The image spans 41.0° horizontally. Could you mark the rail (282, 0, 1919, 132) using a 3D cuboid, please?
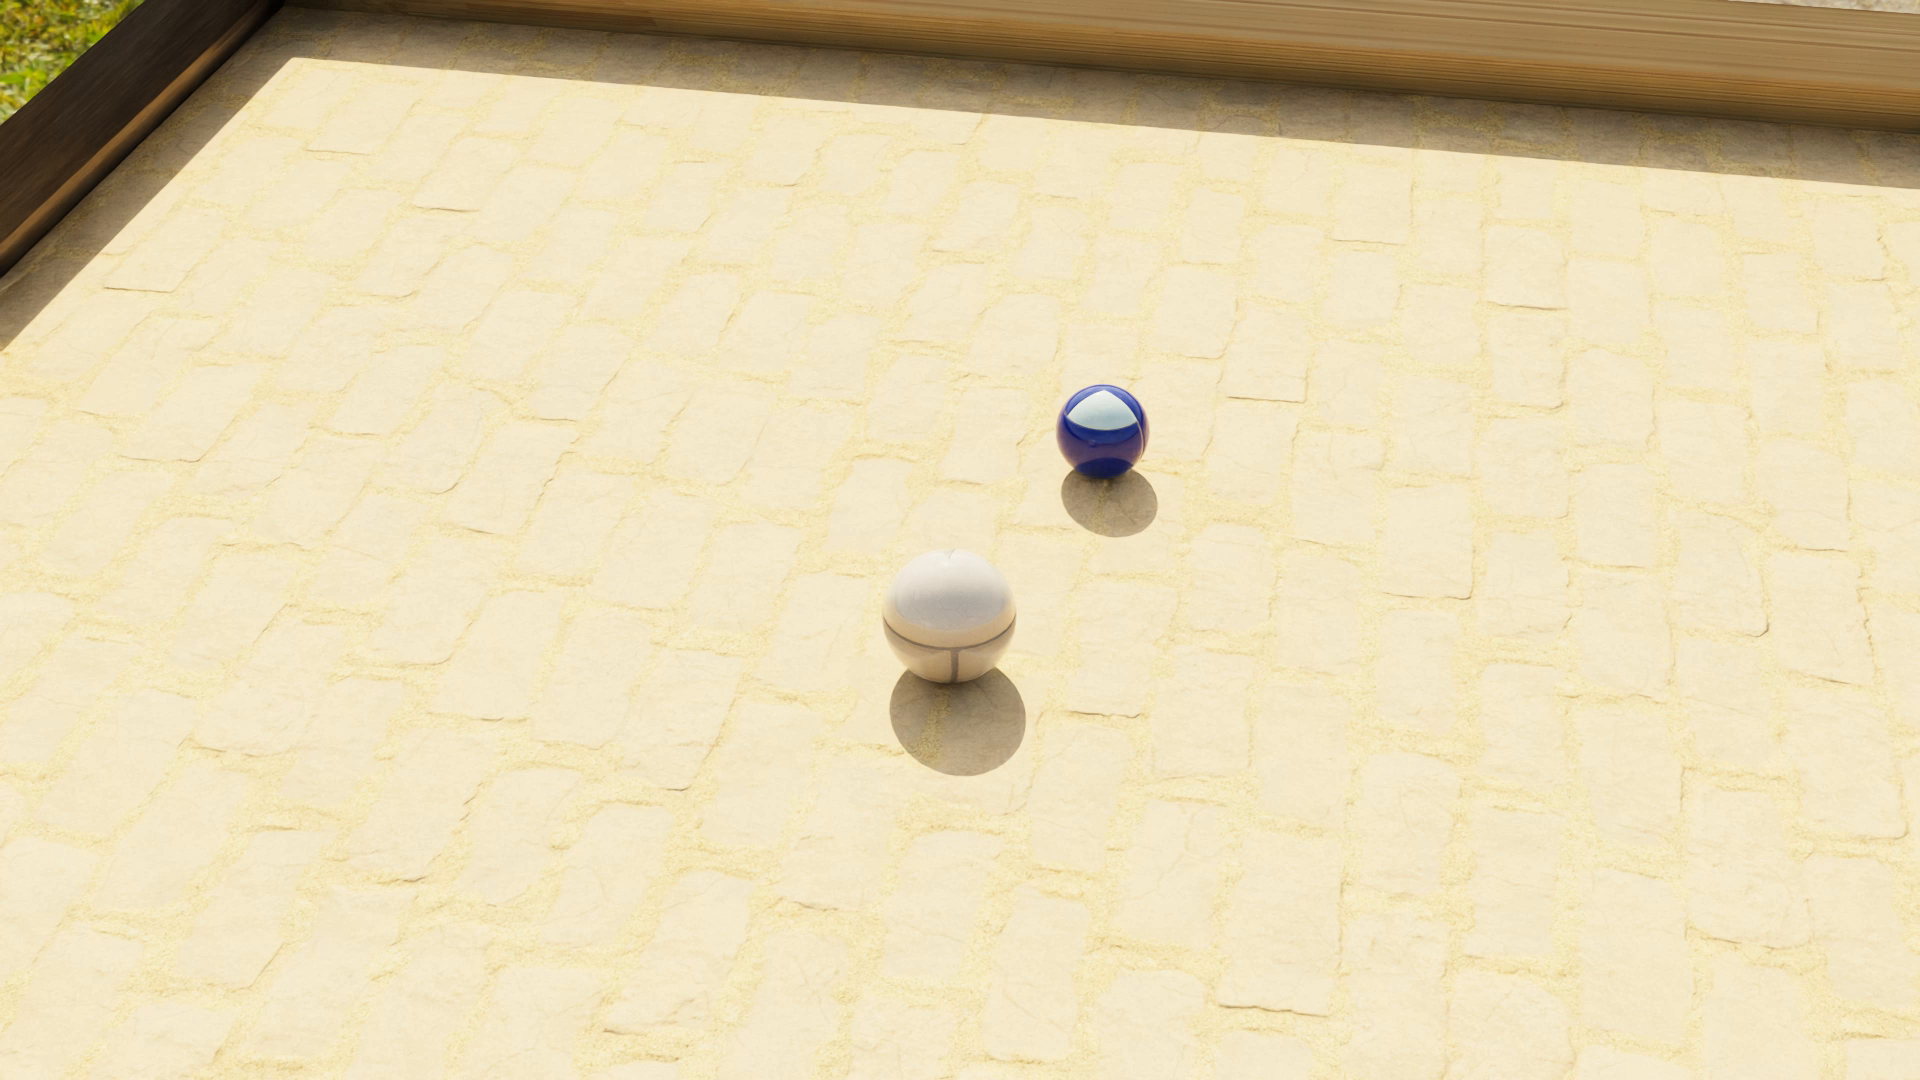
[{"bbox_3d":[1.089,-0.425,2.463,3.736,0.123,0.045,6,35,9],"label":"rail"}]

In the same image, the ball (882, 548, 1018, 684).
[{"bbox_3d":[-0.007,0.053,1.791,0.094,0.094,0.094,0,34,0],"label":"ball"}]

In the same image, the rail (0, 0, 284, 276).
[{"bbox_3d":[-0.894,-0.113,2.006,0.045,0.123,1.876,6,35,9],"label":"rail"}]

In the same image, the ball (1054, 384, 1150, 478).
[{"bbox_3d":[0.112,-0.085,2.010,0.075,0.075,0.075,0,34,0],"label":"ball"}]
